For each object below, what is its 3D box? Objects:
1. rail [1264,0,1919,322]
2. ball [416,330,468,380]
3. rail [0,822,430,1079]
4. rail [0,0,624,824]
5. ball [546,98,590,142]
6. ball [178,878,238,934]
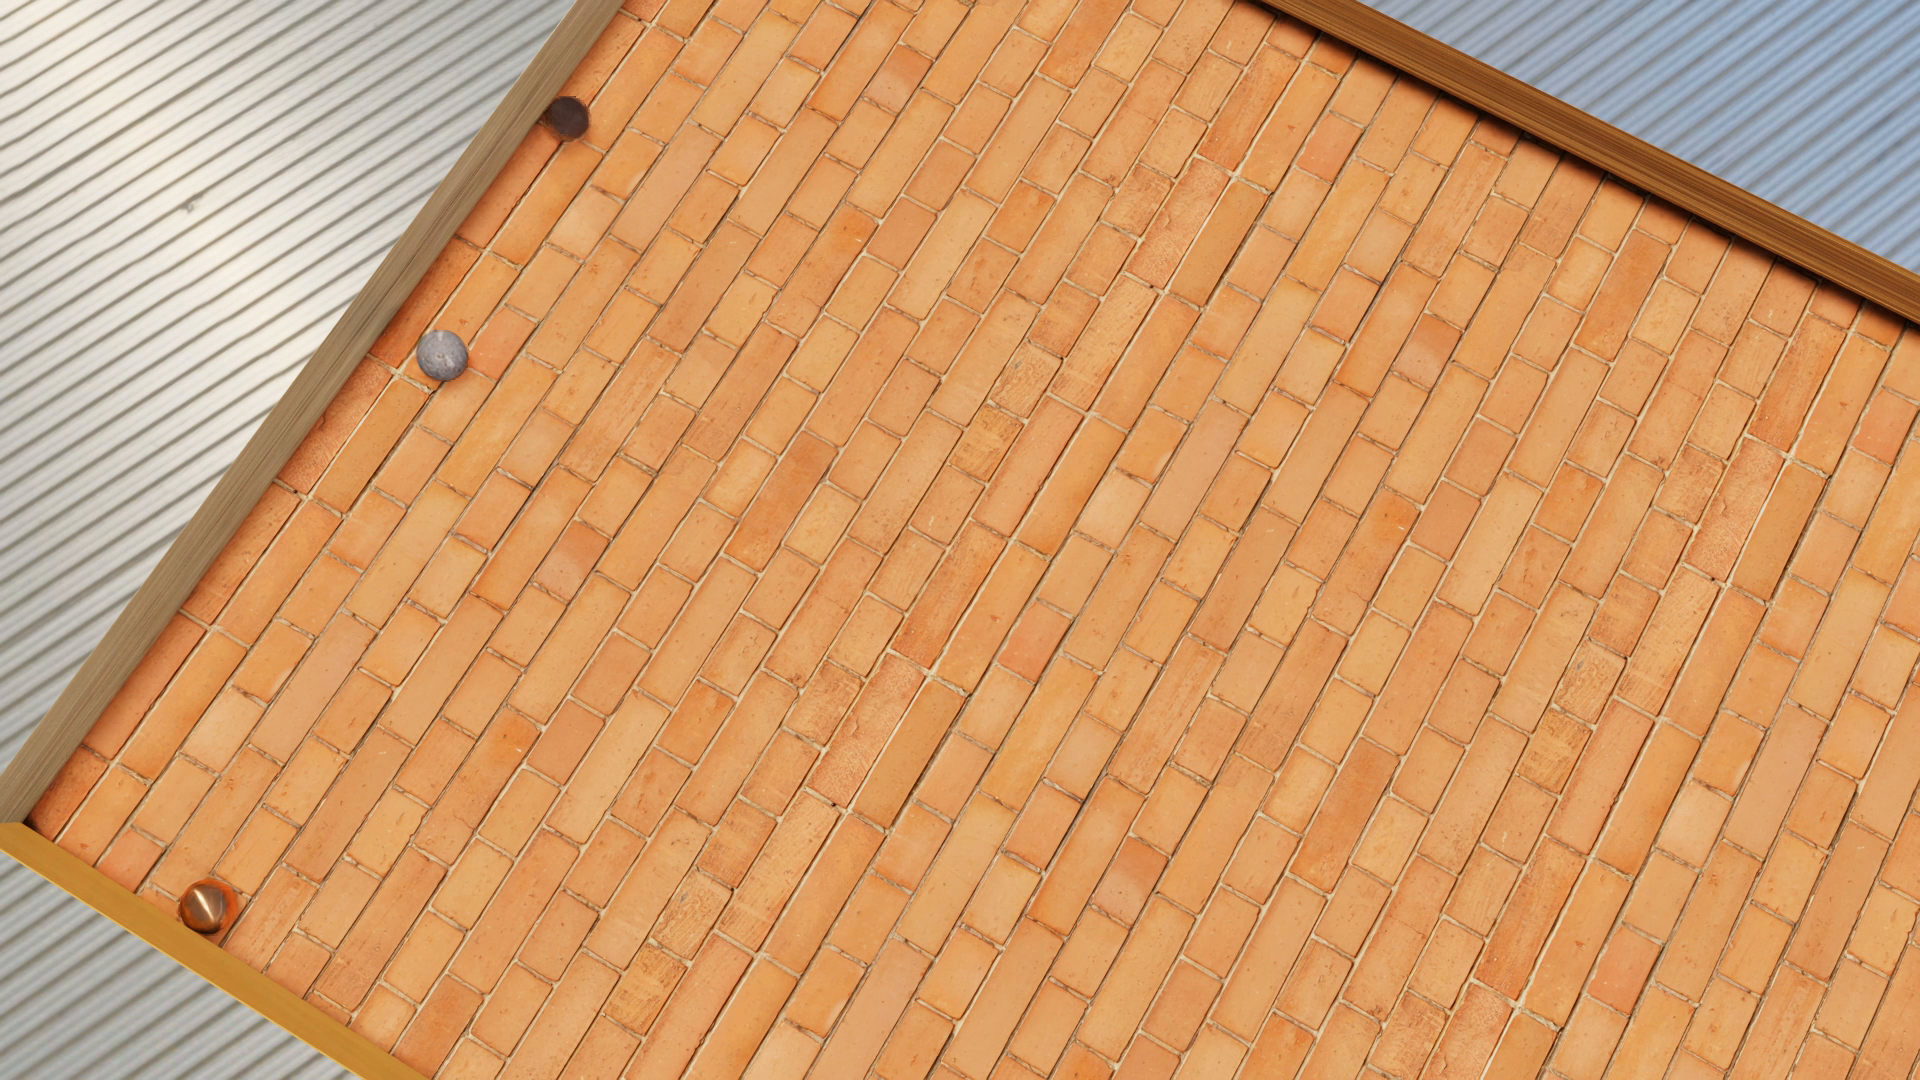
[{"bbox_3d":[1.442,-0.425,3.552,4.084,0.105,0.045,29,73,10],"label":"rail"},{"bbox_3d":[-0.830,-0.297,3.521,0.081,0.081,0.081,0,71,0],"label":"ball"},{"bbox_3d":[0.320,1.388,2.921,4.084,0.105,0.045,29,73,10],"label":"rail"},{"bbox_3d":[-0.861,-0.480,3.571,0.045,0.105,2.271,29,73,10],"label":"rail"},{"bbox_3d":[-0.653,-0.701,3.667,0.072,0.072,0.072,0,71,0],"label":"ball"},{"bbox_3d":[-1.105,0.538,3.231,0.081,0.081,0.081,0,71,0],"label":"ball"}]
